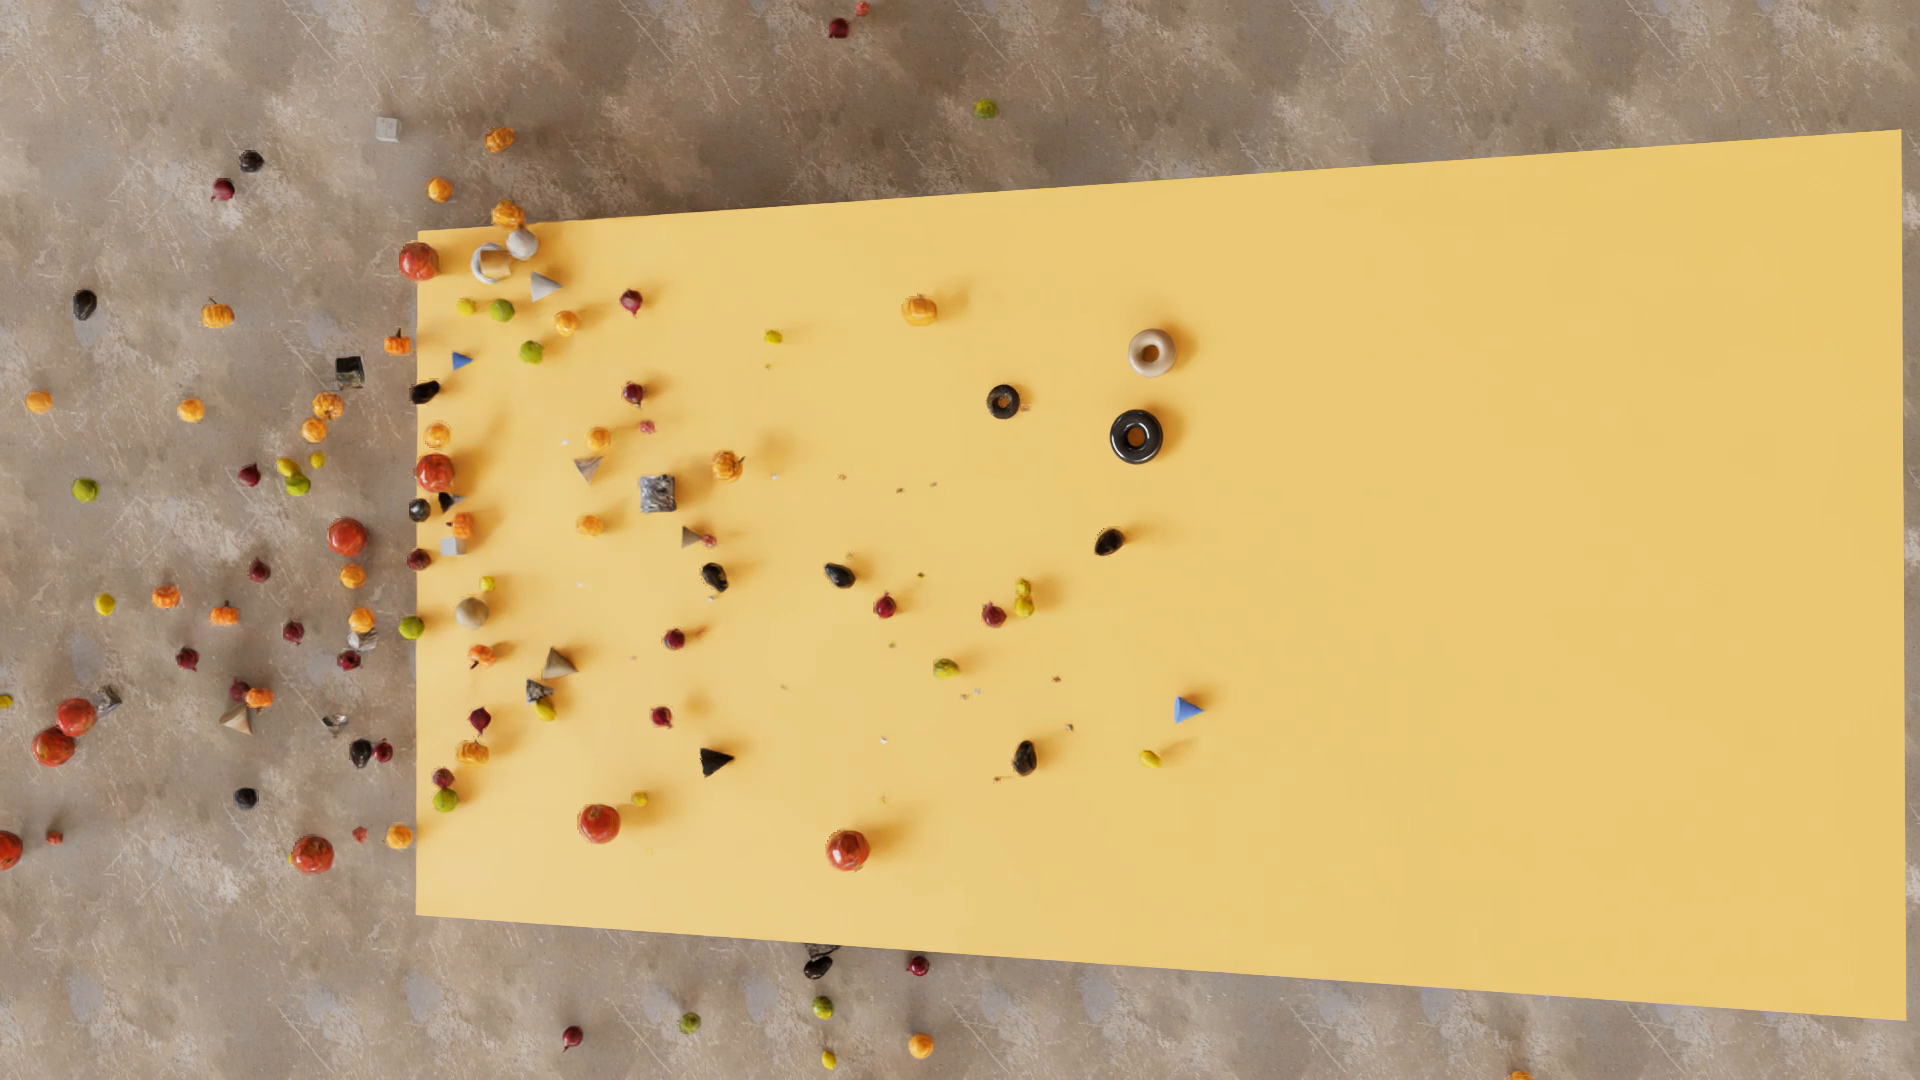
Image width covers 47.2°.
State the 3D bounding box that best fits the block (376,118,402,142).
[{"bbox_3d":[-1.692,-1.215,6.516,0.059,0.059,0.059,6,89,0],"label":"block"}]

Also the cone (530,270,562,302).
[{"bbox_3d":[-1.170,-0.722,6.255,0.090,0.090,0.090,-1,89,-5],"label":"cone"}]

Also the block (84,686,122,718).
[{"bbox_3d":[-2.529,0.476,6.491,0.065,0.065,0.065,-38,89,0],"label":"block"}]

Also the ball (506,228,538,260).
[{"bbox_3d":[-1.246,-0.842,6.262,0.087,0.087,0.087,0,89,0],"label":"ball"}]

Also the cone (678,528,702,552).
[{"bbox_3d":[-0.735,-0.006,6.075,0.065,0.065,0.065,-13,89,-27],"label":"cone"}]

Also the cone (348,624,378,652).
[{"bbox_3d":[-1.763,0.302,6.470,0.087,0.087,0.087,-2,107,-8],"label":"cone"}]

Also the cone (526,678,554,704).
[{"bbox_3d":[-1.189,0.431,6.251,0.079,0.079,0.079,0,89,-5],"label":"cone"}]

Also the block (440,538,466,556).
[{"bbox_3d":[-1.465,0.019,6.359,0.052,0.052,0.052,-3,88,22],"label":"block"}]

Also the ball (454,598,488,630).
[{"bbox_3d":[-1.401,0.212,6.306,0.096,0.096,0.096,0,89,0],"label":"ball"}]

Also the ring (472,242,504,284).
[{"bbox_3d":[-1.351,-0.797,6.329,0.121,0.040,0.121,-1,87,19],"label":"ring"}]

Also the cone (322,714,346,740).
[{"bbox_3d":[-1.851,0.563,6.508,0.067,0.067,0.067,7,116,0],"label":"cone"}]

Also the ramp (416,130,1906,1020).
[{"bbox_3d":[0.283,0.086,5.732,4.000,0.100,2.000,0,89,22],"label":"ramp"}]

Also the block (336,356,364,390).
[{"bbox_3d":[-1.797,-0.491,6.480,0.066,0.066,0.066,-6,134,-4],"label":"block"}]

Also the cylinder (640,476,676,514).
[{"bbox_3d":[-0.836,-0.126,6.081,0.096,0.096,0.096,-4,87,0],"label":"cylinder"}]

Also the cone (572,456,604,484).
[{"bbox_3d":[-1.037,-0.215,6.196,0.084,0.084,0.084,-34,89,-9],"label":"cone"}]

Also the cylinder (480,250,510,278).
[{"bbox_3d":[-1.322,-0.785,6.257,0.077,0.077,0.077,0,89,-17],"label":"cylinder"}]

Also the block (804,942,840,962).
[{"bbox_3d":[-0.410,1.174,6.471,0.089,0.089,0.089,-27,89,0],"label":"block"}]

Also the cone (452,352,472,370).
[{"bbox_3d":[-1.437,-0.520,6.368,0.057,0.057,0.057,-1,89,-5],"label":"cone"}]

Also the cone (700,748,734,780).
[{"bbox_3d":[-0.662,0.604,6.032,0.090,0.090,0.090,-9,89,-5],"label":"cone"}]

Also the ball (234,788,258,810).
[{"bbox_3d":[-2.108,0.763,6.487,0.066,0.066,0.066,0,89,0],"label":"ball"}]

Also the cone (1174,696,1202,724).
[{"bbox_3d":[0.581,0.429,5.536,0.071,0.071,0.071,6,89,-10],"label":"cone"}]

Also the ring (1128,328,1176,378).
[{"bbox_3d":[0.486,-0.474,5.580,0.128,0.043,0.128,-1,88,23],"label":"ring"}]

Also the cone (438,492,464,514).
[{"bbox_3d":[-1.467,-0.117,6.372,0.072,0.072,0.072,-19,89,-16],"label":"cone"}]

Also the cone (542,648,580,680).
[{"bbox_3d":[-1.120,0.362,6.219,0.098,0.098,0.098,16,89,-5],"label":"cone"}]

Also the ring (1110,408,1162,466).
[{"bbox_3d":[0.448,-0.262,5.590,0.143,0.048,0.143,1,93,24],"label":"ring"}]

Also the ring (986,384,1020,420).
[{"bbox_3d":[0.113,-0.360,5.736,0.092,0.031,0.092,0,90,21],"label":"ring"}]
